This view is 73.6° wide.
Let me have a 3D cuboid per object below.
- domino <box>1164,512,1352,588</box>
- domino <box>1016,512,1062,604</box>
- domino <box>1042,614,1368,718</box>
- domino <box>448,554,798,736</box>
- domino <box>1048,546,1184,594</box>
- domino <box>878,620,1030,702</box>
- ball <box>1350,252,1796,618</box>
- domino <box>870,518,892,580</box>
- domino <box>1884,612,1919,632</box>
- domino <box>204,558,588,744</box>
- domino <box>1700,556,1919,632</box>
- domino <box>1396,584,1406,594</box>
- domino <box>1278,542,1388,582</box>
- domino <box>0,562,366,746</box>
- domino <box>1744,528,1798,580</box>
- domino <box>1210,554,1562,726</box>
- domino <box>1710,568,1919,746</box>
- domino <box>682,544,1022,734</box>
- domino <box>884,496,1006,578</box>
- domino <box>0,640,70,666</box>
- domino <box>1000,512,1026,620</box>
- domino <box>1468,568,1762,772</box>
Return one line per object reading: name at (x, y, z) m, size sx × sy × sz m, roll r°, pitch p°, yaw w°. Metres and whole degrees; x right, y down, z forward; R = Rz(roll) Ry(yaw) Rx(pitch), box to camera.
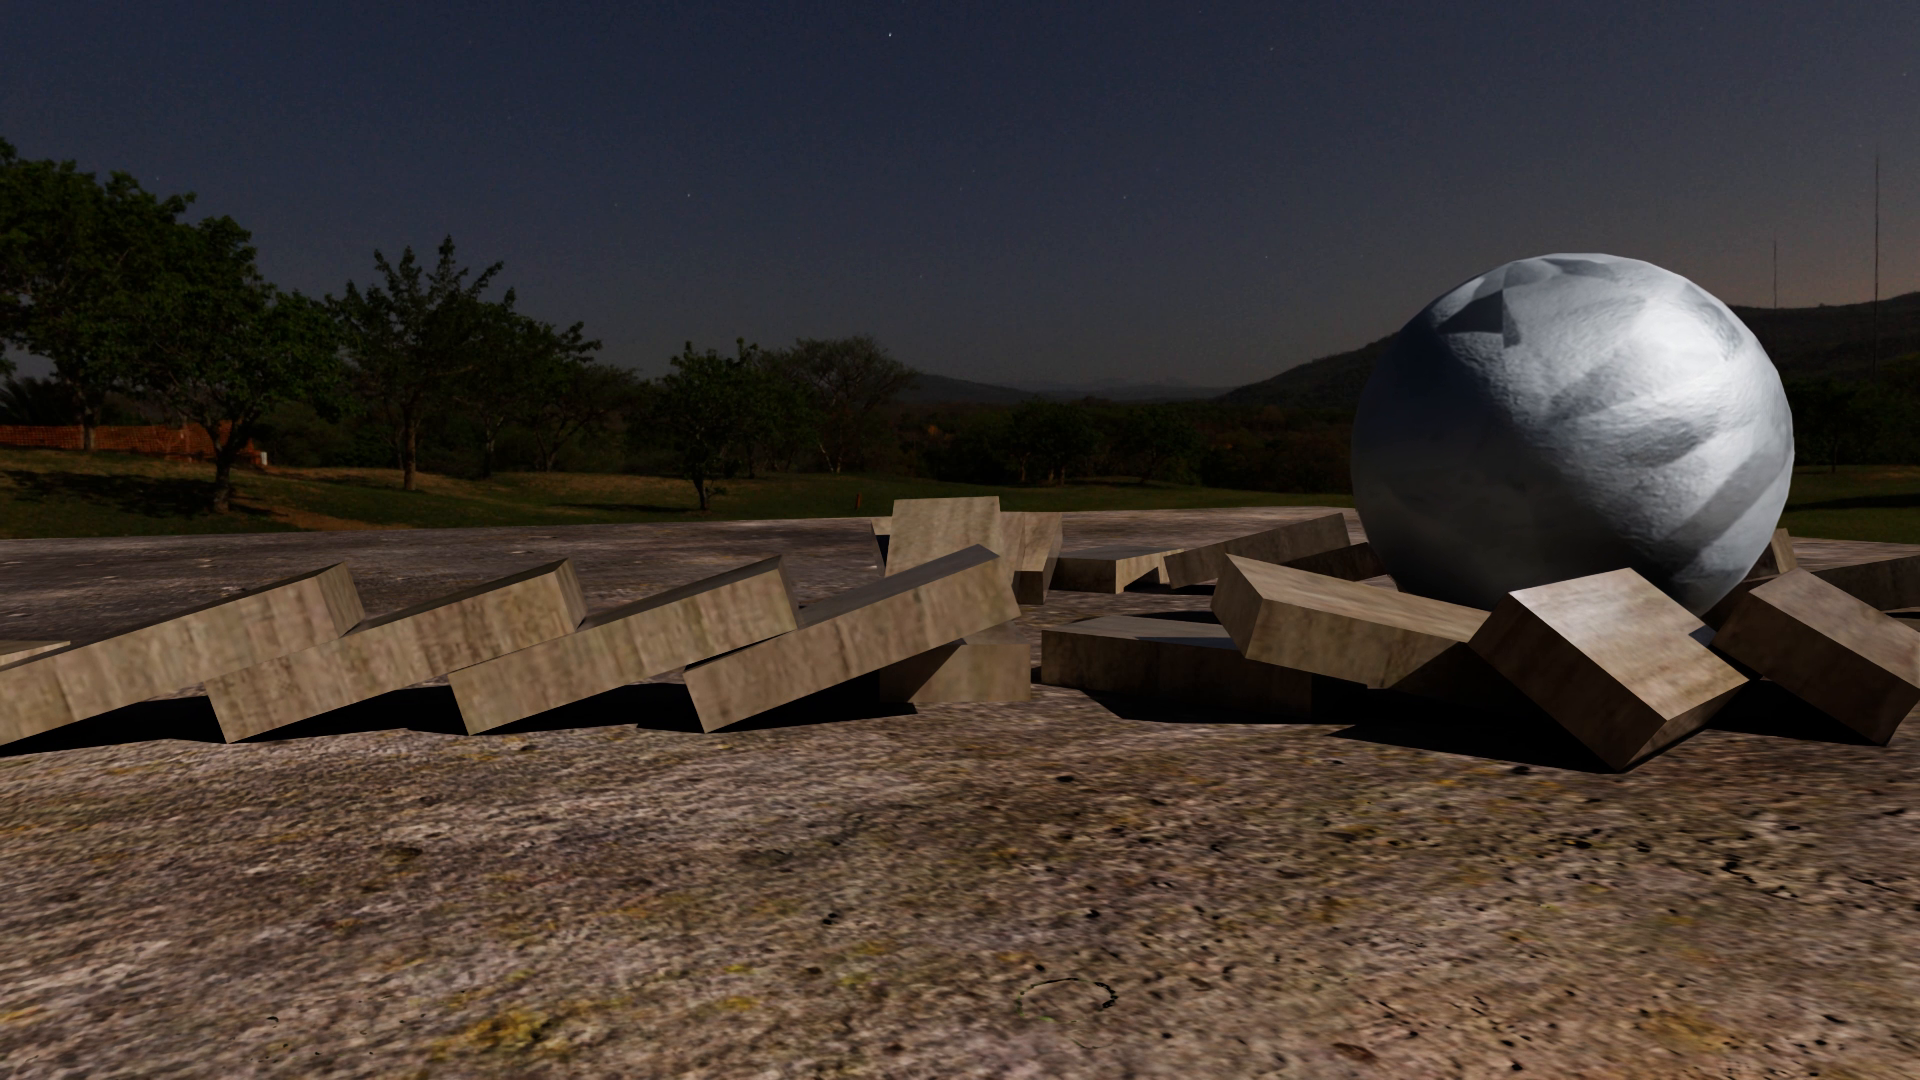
domino at (0.085, 0.003, 0.367) m, size 0.050 × 0.009 × 0.025 m, roll -15°, pitch -4°, yaw 17°
domino at (0.014, 0.004, 0.364) m, size 0.025 × 0.009 × 0.050 m, roll 1°, pitch 19°, yaw 10°
domino at (0.042, 0.021, 0.224) m, size 0.050 × 0.010 × 0.025 m, roll 3°, pitch 5°, yaw 37°
domino at (-0.051, 0.015, 0.201) m, size 0.050 × 0.009 × 0.025 m, roll -18°, pitch 6°, yaw -5°
domino at (0.047, 0.008, 0.392) m, size 0.025 × 0.010 × 0.050 m, roll 3°, pitch 5°, yaw 32°
domino at (-0.002, 0.020, 0.236) m, size 0.025 × 0.010 × 0.050 m, roll 0°, pitch 4°, yaw -4°
ball at (0.120, -0.017, 0.257) m, size 0.080 × 0.080 × 0.080 m, roll 0°, pitch 4°, yaw 0°
domino at (-0.006, 0.007, 0.303) m, size 0.025 × 0.009 × 0.050 m, roll -5°, pitch 22°, yaw -8°
domino at (0.182, 0.021, 0.227) m, size 0.025 × 0.009 × 0.050 m, roll -1°, pitch 4°, yaw -9°
domino at (-0.085, 0.016, 0.198) m, size 0.050 × 0.009 × 0.025 m, roll -18°, pitch 8°, yaw -10°
domino at (0.180, 0.012, 0.269) m, size 0.025 × 0.010 × 0.050 m, roll -3°, pitch -9°, yaw -31°
domino at (0.140, 0.006, 0.326) m, size 0.050 × 0.010 × 0.025 m, roll -18°, pitch -8°, yaw 40°
domino at (0.115, 0.005, 0.349) m, size 0.050 × 0.009 × 0.025 m, roll -16°, pitch -6°, yaw 31°
domino at (-0.117, 0.017, 0.190) m, size 0.050 × 0.009 × 0.025 m, roll -19°, pitch 9°, yaw -14°
domino at (0.164, 0.008, 0.301) m, size 0.050 × 0.009 × 0.025 m, roll -18°, pitch -10°, yaw 40°
domino at (0.067, 0.015, 0.203) m, size 0.050 × 0.010 × 0.025 m, roll 12°, pitch 14°, yaw -4°
domino at (0.140, 0.017, 0.205) m, size 0.025 × 0.010 × 0.050 m, roll 39°, pitch 27°, yaw 32°
domino at (-0.017, 0.015, 0.203) m, size 0.050 × 0.009 × 0.025 m, roll -20°, pitch 6°, yaw -5°
domino at (-0.003, 0.004, 0.286) m, size 0.025 × 0.009 × 0.050 m, roll -2°, pitch 22°, yaw 0°
domino at (-0.163, 0.024, 0.191) m, size 0.025 × 0.010 × 0.050 m, roll 0°, pitch 4°, yaw 2°
domino at (0.003, 0.006, 0.331) m, size 0.025 × 0.009 × 0.050 m, roll 0°, pitch 21°, yaw 6°
domino at (0.098, 0.017, 0.188) m, size 0.050 × 0.009 × 0.025 m, roll -4°, pitch 42°, yaw -45°
